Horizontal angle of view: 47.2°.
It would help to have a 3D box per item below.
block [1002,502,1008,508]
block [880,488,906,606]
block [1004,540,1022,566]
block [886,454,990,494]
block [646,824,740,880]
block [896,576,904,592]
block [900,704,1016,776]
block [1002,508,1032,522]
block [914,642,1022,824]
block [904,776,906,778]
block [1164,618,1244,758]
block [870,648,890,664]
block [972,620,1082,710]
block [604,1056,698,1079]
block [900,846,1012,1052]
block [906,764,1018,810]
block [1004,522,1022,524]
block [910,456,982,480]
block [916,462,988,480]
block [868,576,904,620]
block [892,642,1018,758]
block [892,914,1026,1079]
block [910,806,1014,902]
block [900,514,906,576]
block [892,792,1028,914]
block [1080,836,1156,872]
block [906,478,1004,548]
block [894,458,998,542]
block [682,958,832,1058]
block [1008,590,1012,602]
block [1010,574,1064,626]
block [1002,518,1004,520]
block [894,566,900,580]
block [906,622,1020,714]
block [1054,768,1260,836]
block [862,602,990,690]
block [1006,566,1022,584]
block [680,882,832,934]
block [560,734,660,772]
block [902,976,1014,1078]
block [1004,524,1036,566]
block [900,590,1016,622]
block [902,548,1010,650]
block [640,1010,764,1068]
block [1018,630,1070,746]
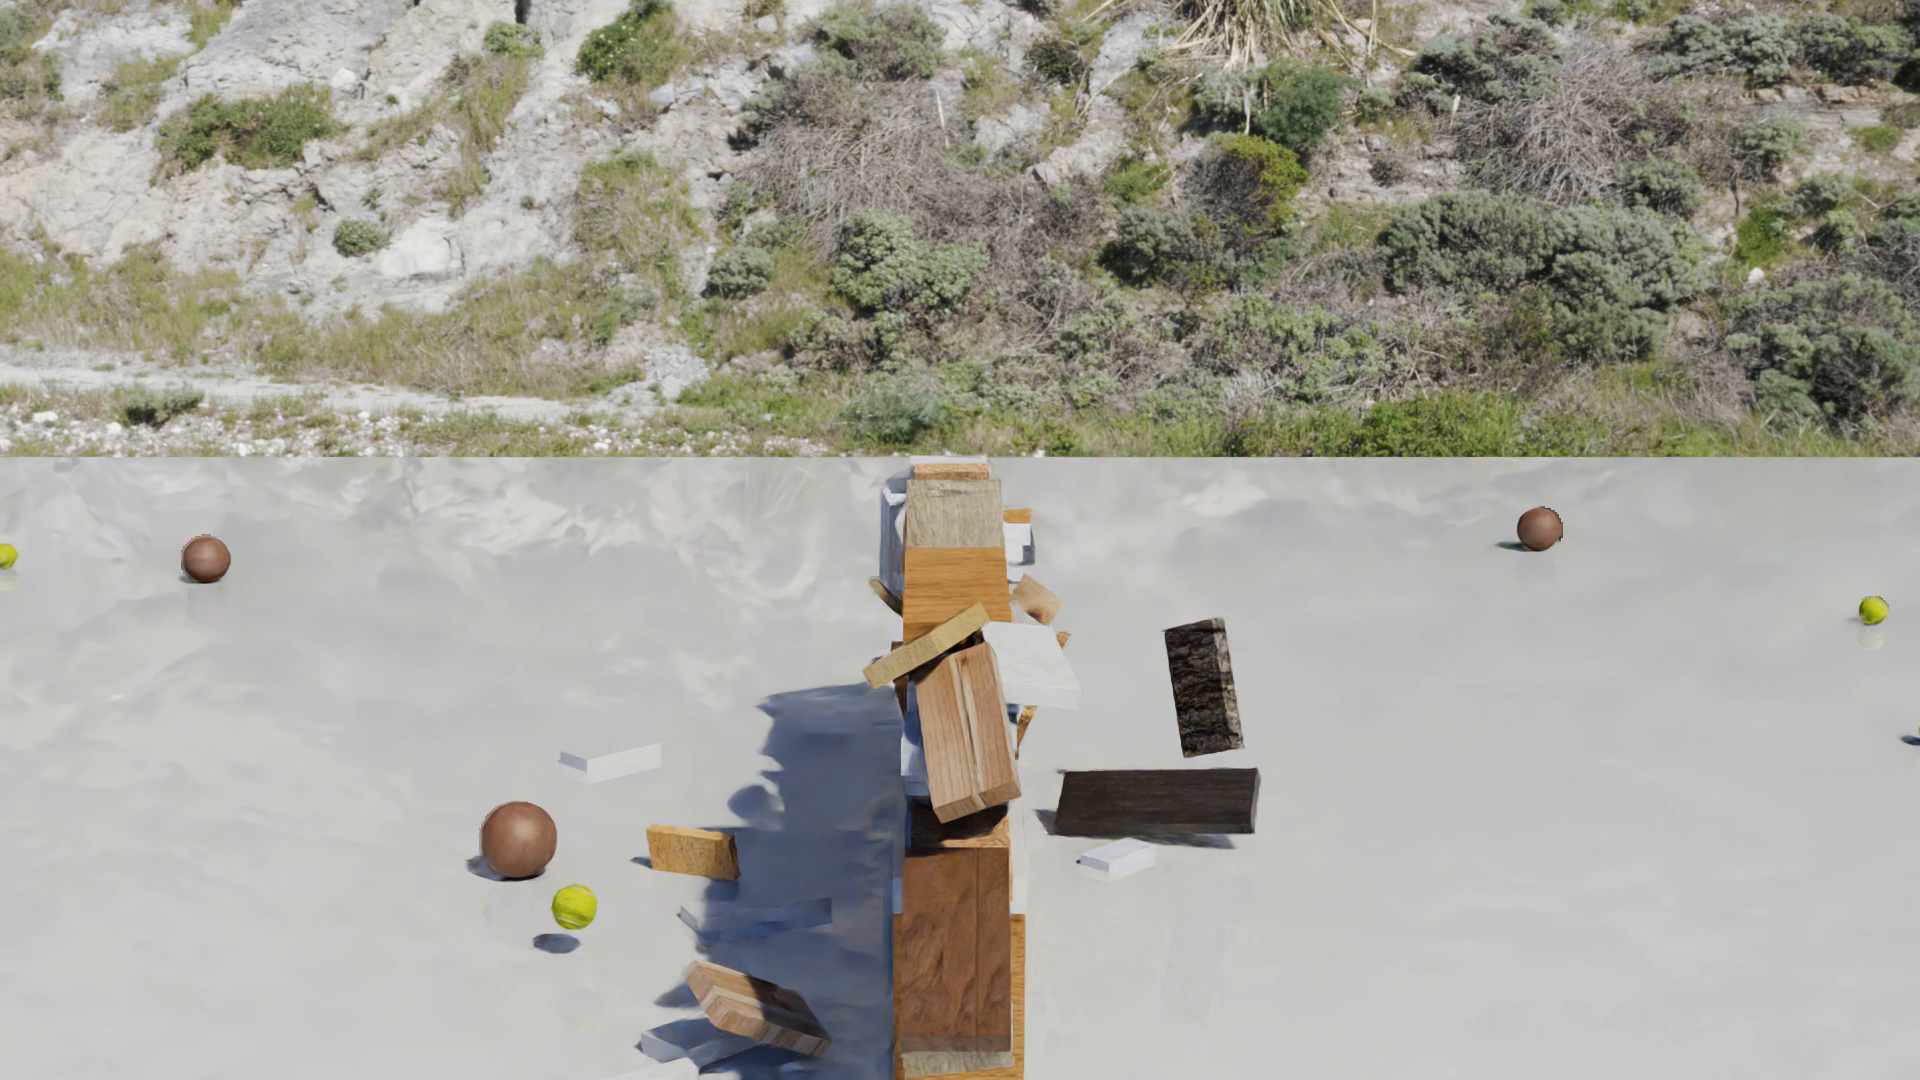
[{"bbox_3d":[0.051,-0.047,4.545,0.095,0.013,0.047,-42,-22,16],"label":"block"},{"bbox_3d":[-0.080,-0.004,4.565,0.167,0.334,0.047,-17,54,-16],"label":"block"},{"bbox_3d":[0.024,0.040,4.320,0.143,0.040,0.285,1,-9,-10],"label":"block"},{"bbox_3d":[-0.043,-0.125,4.211,0.117,0.033,0.235,-24,10,-21],"label":"block"},{"bbox_3d":[-0.456,0.533,3.753,0.158,0.079,0.022,4,26,22],"label":"block"},{"bbox_3d":[-0.046,0.075,3.517,0.079,0.022,0.158,5,-2,12],"label":"block"},{"bbox_3d":[0.001,0.226,2.689,0.134,0.038,0.268,1,14,1],"label":"block"},{"bbox_3d":[0.069,-0.050,4.416,0.090,0.026,0.181,1,1,-19],"label":"block"},{"bbox_3d":[0.007,0.219,2.533,0.097,0.028,0.225,-20,41,9],"label":"block"},{"bbox_3d":[-0.005,0.304,2.904,0.134,0.038,0.368,0,-16,0],"label":"block"},{"bbox_3d":[0.439,0.267,3.971,0.033,0.235,0.117,0,-12,-43],"label":"block"},{"bbox_3d":[-0.149,0.278,4.956,0.095,0.013,0.047,19,47,33],"label":"block"},{"bbox_3d":[0.080,0.151,2.689,0.097,0.028,0.194,6,19,-11],"label":"block"},{"bbox_3d":[-0.424,0.714,2.705,0.210,0.105,0.030,-7,21,-35],"label":"block"},{"bbox_3d":[-0.004,0.456,2.463,0.121,0.034,0.241,-1,49,1],"label":"block"},{"bbox_3d":[0.000,0.309,2.739,0.134,0.038,0.268,0,-11,-1],"label":"block"},{"bbox_3d":[0.067,-0.010,4.480,0.090,0.026,0.181,1,-9,-7],"label":"block"},{"bbox_3d":[-0.025,-0.022,3.292,0.107,0.214,0.030,3,28,-1],"label":"block"},{"bbox_3d":[-0.011,-0.011,3.261,0.107,0.214,0.030,-1,28,0],"label":"block"},{"bbox_3d":[-0.112,0.116,3.914,0.114,0.016,0.057,44,2,-28],"label":"block"},{"bbox_3d":[-0.002,0.262,3.517,0.176,0.050,0.488,-1,-21,3],"label":"block"},{"bbox_3d":[-0.001,0.592,2.760,0.162,0.325,0.046,0,20,0],"label":"block"},{"bbox_3d":[0.000,0.379,2.669,0.121,0.034,0.241,0,12,-1],"label":"block"},{"bbox_3d":[-0.074,-0.003,3.565,0.030,0.107,0.214,4,-11,-3],"label":"block"},{"bbox_3d":[0.000,0.393,2.795,0.162,0.046,0.325,0,12,0],"label":"block"},{"bbox_3d":[0.276,0.549,3.839,0.065,0.018,0.130,10,14,42],"label":"block"},{"bbox_3d":[-0.004,0.092,3.030,0.136,0.039,0.438,-1,49,-1],"label":"block"},{"bbox_3d":[-0.020,-0.073,4.118,0.167,0.047,0.380,-19,10,7],"label":"block"},{"bbox_3d":[-0.272,0.631,2.958,0.210,0.030,0.105,31,11,-45],"label":"block"},{"bbox_3d":[0.034,0.083,3.180,0.063,0.018,0.127,-15,-8,7],"label":"block"},{"bbox_3d":[0.137,0.110,3.980,0.016,0.057,0.114,30,-4,43],"label":"block"},{"bbox_3d":[-0.007,-0.050,4.249,0.167,0.047,0.334,-20,10,2],"label":"block"},{"bbox_3d":[-0.053,0.059,3.837,0.114,0.016,0.057,7,25,24],"label":"block"},{"bbox_3d":[0.006,0.159,2.799,0.136,0.039,0.273,1,14,1],"label":"block"},{"bbox_3d":[0.353,0.469,3.936,0.357,0.033,0.117,-3,49,20],"label":"block"},{"bbox_3d":[-0.039,0.127,2.656,0.097,0.028,0.194,-29,-1,21],"label":"block"},{"bbox_3d":[0.042,0.063,4.168,0.096,0.027,0.192,-3,-6,21],"label":"block"},{"bbox_3d":[-0.330,0.597,3.571,0.232,0.022,0.079,-5,12,-27],"label":"block"},{"bbox_3d":[-0.707,0.431,4.454,0.181,0.026,0.090,-10,15,-44],"label":"block"},{"bbox_3d":[-0.003,0.520,2.524,0.121,0.034,0.241,-7,25,3],"label":"block"},{"bbox_3d":[0.074,0.012,4.404,0.143,0.040,0.285,-1,-9,4],"label":"block"},{"bbox_3d":[-0.001,0.141,3.704,0.176,0.050,0.352,-3,18,-5],"label":"block"},{"bbox_3d":[-0.005,0.076,2.908,0.136,0.039,0.273,0,20,0],"label":"block"},{"bbox_3d":[-0.328,0.683,3.066,0.210,0.030,0.105,-10,11,-44],"label":"block"},{"bbox_3d":[0.142,0.263,3.907,0.018,0.208,0.065,25,15,6],"label":"block"}]
